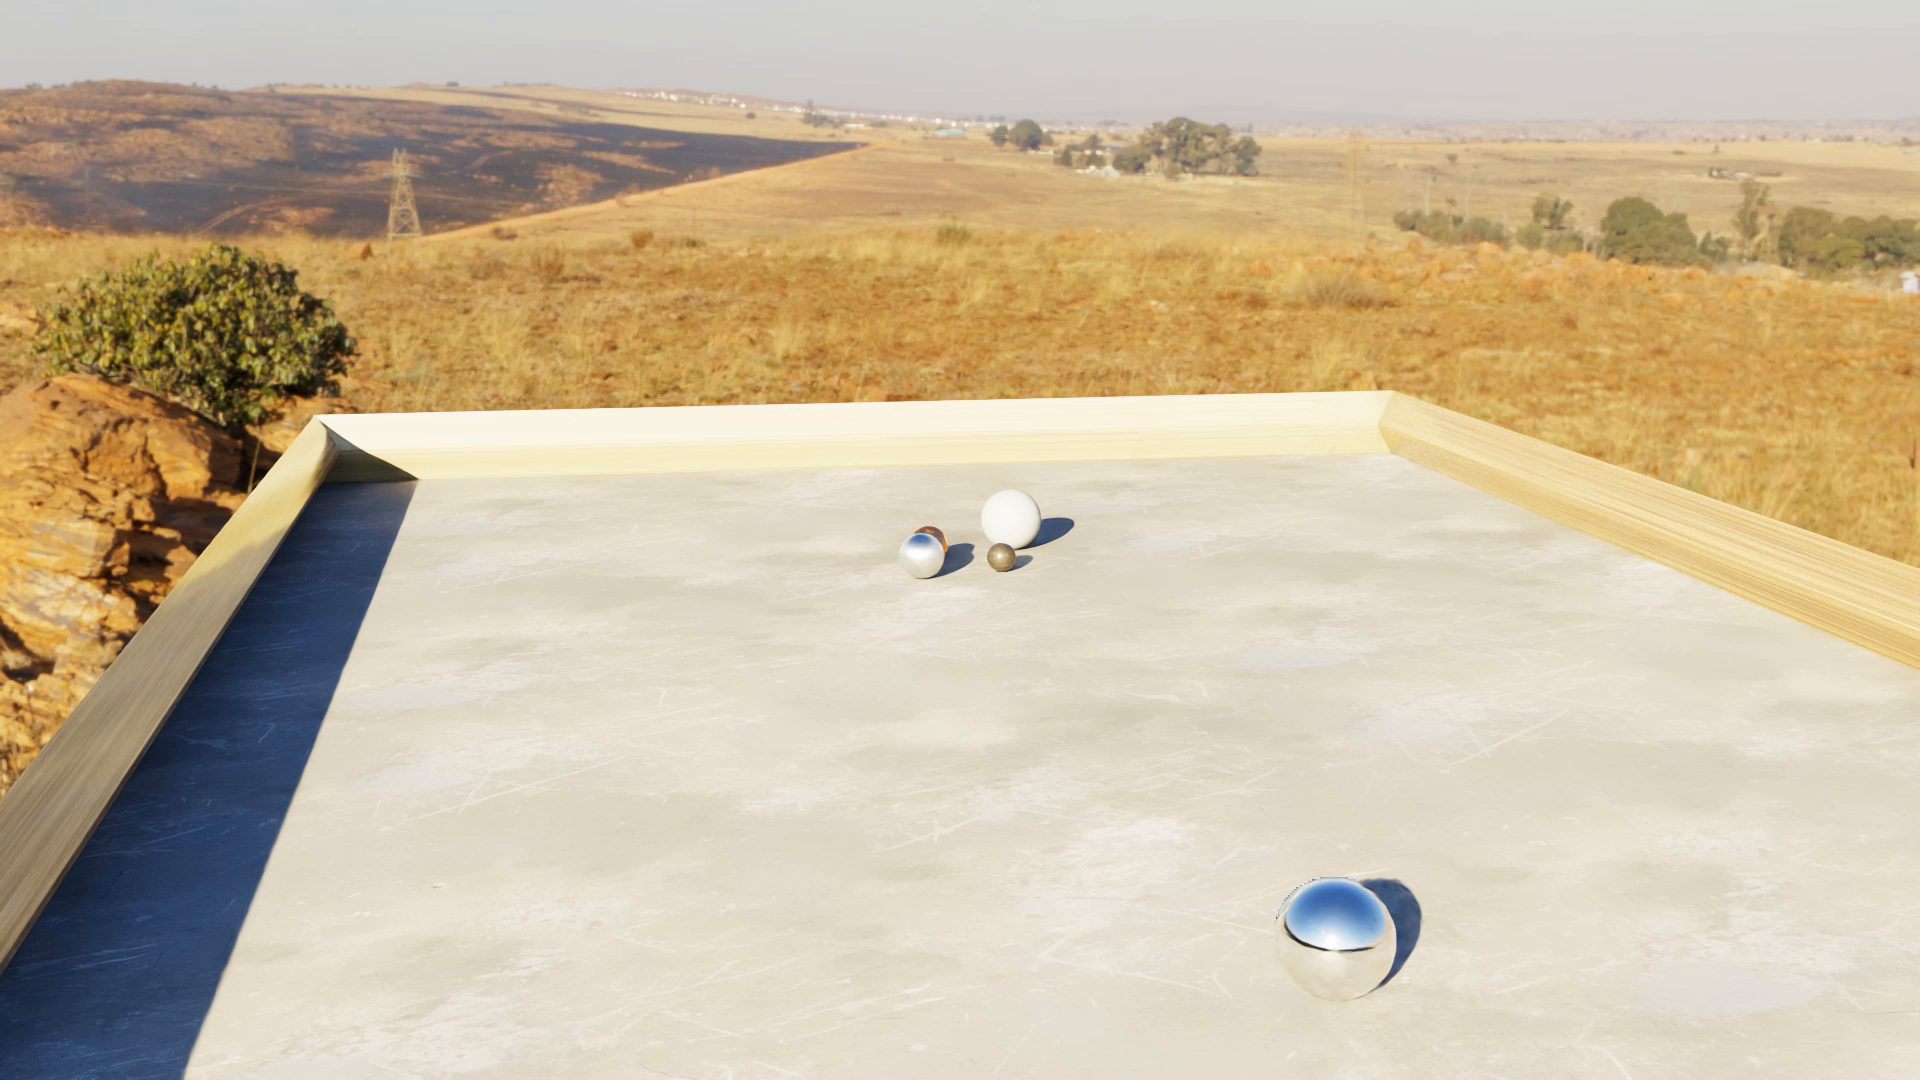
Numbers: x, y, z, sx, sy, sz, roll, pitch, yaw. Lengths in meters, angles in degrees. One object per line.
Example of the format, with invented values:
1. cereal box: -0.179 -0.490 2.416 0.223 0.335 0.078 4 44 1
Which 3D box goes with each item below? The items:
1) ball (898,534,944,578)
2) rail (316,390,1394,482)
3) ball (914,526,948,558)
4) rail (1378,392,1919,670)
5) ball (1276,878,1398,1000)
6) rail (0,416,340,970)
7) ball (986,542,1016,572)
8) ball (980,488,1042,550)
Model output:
1. ball: -0.052 0.022 3.015 0.062 0.062 0.062 0 11 0
2. rail: -0.146 -0.185 3.933 1.951 0.115 0.045 -2 11 -10
3. ball: -0.044 0.008 3.101 0.056 0.056 0.056 0 11 0
4. rail: 1.087 0.104 2.451 0.045 0.115 3.449 -2 11 -10
5. ball: 0.271 0.288 1.587 0.087 0.087 0.087 0 11 0
6. rail: -0.788 0.168 2.127 0.045 0.115 3.449 -2 11 -10
7. ball: 0.058 0.024 3.062 0.041 0.041 0.041 0 11 0
8. ball: 0.075 -0.030 3.214 0.089 0.089 0.089 0 11 0
